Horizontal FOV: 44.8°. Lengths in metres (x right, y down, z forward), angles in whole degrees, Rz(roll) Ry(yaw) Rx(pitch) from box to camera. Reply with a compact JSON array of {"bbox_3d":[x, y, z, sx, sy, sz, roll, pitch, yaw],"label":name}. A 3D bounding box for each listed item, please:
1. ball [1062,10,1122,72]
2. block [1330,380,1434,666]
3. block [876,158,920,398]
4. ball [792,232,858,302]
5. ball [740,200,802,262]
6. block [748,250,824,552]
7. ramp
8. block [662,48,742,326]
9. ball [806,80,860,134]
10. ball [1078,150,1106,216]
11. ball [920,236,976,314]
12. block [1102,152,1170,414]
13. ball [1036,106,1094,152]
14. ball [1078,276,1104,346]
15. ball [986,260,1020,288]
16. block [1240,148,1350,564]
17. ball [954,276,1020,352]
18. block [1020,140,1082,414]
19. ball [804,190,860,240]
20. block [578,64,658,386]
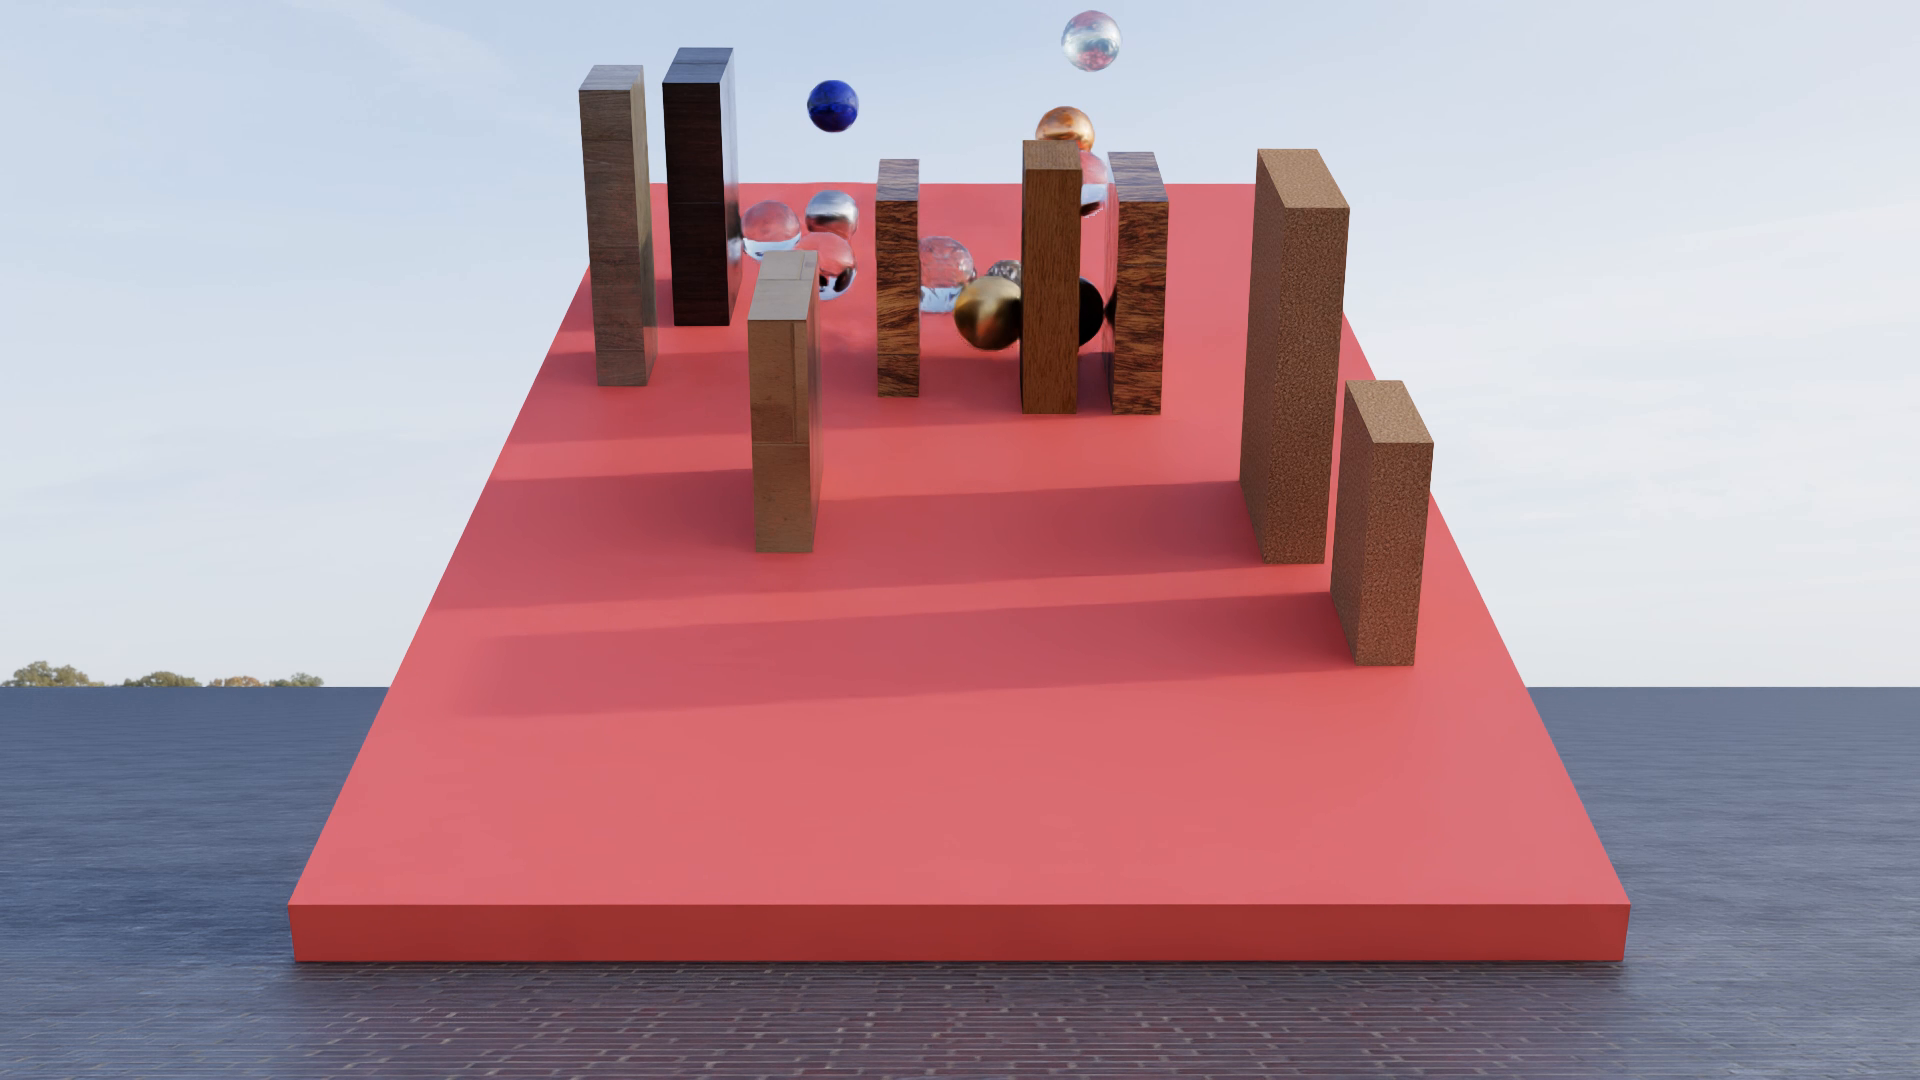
[{"bbox_3d":[0.375,-1.417,6.613,0.172,0.172,0.172,0,-3,0],"label":"ball"},{"bbox_3d":[0.762,-0.035,4.233,0.104,0.431,0.312,0,24,0],"label":"block"},{"bbox_3d":[-0.144,-0.622,5.491,0.095,0.471,0.364,0,24,0],"label":"block"},{"bbox_3d":[-0.357,-0.711,6.045,0.181,0.181,0.181,0,-3,0],"label":"ball"},{"bbox_3d":[-0.517,-0.839,6.343,0.171,0.171,0.171,0,-3,0],"label":"ball"},{"bbox_3d":[-0.350,-0.287,4.724,0.112,0.486,0.445,0,24,0],"label":"block"},{"bbox_3d":[-0.008,-0.228,5.312,2.000,0.100,4.000,0,24,0],"label":"ramp"},{"bbox_3d":[-0.653,-0.905,5.941,0.140,0.619,0.399,0,24,0],"label":"block"},{"bbox_3d":[-0.375,-1.285,6.899,0.157,0.157,0.157,0,-3,0],"label":"ball"},{"bbox_3d":[0.341,-1.036,6.761,0.194,0.194,0.194,0,-3,0],"label":"ball"},{"bbox_3d":[-0.055,-0.657,5.770,0.193,0.193,0.193,0,-3,0],"label":"ball"},{"bbox_3d":[0.403,-0.603,5.414,0.110,0.502,0.430,0,24,0],"label":"block"},{"bbox_3d":[0.313,-1.205,6.946,0.177,0.177,0.177,0,-3,0],"label":"ball"},{"bbox_3d":[0.256,-0.550,5.584,0.181,0.181,0.181,0,-3,0],"label":"ball"},{"bbox_3d":[0.126,-0.658,5.993,0.128,0.128,0.128,0,-3,0],"label":"ball"},{"bbox_3d":[0.657,-0.370,4.626,0.119,0.721,0.427,0,24,0],"label":"block"},{"bbox_3d":[0.076,-0.547,5.616,0.182,0.182,0.182,0,-3,0],"label":"ball"},{"bbox_3d":[0.205,-0.601,5.322,0.124,0.573,0.254,0,24,0],"label":"block"},{"bbox_3d":[-0.358,-0.904,6.510,0.153,0.153,0.153,0,-3,0],"label":"ball"},{"bbox_3d":[-0.796,-0.735,5.454,0.115,0.705,0.251,0,24,0],"label":"block"}]
